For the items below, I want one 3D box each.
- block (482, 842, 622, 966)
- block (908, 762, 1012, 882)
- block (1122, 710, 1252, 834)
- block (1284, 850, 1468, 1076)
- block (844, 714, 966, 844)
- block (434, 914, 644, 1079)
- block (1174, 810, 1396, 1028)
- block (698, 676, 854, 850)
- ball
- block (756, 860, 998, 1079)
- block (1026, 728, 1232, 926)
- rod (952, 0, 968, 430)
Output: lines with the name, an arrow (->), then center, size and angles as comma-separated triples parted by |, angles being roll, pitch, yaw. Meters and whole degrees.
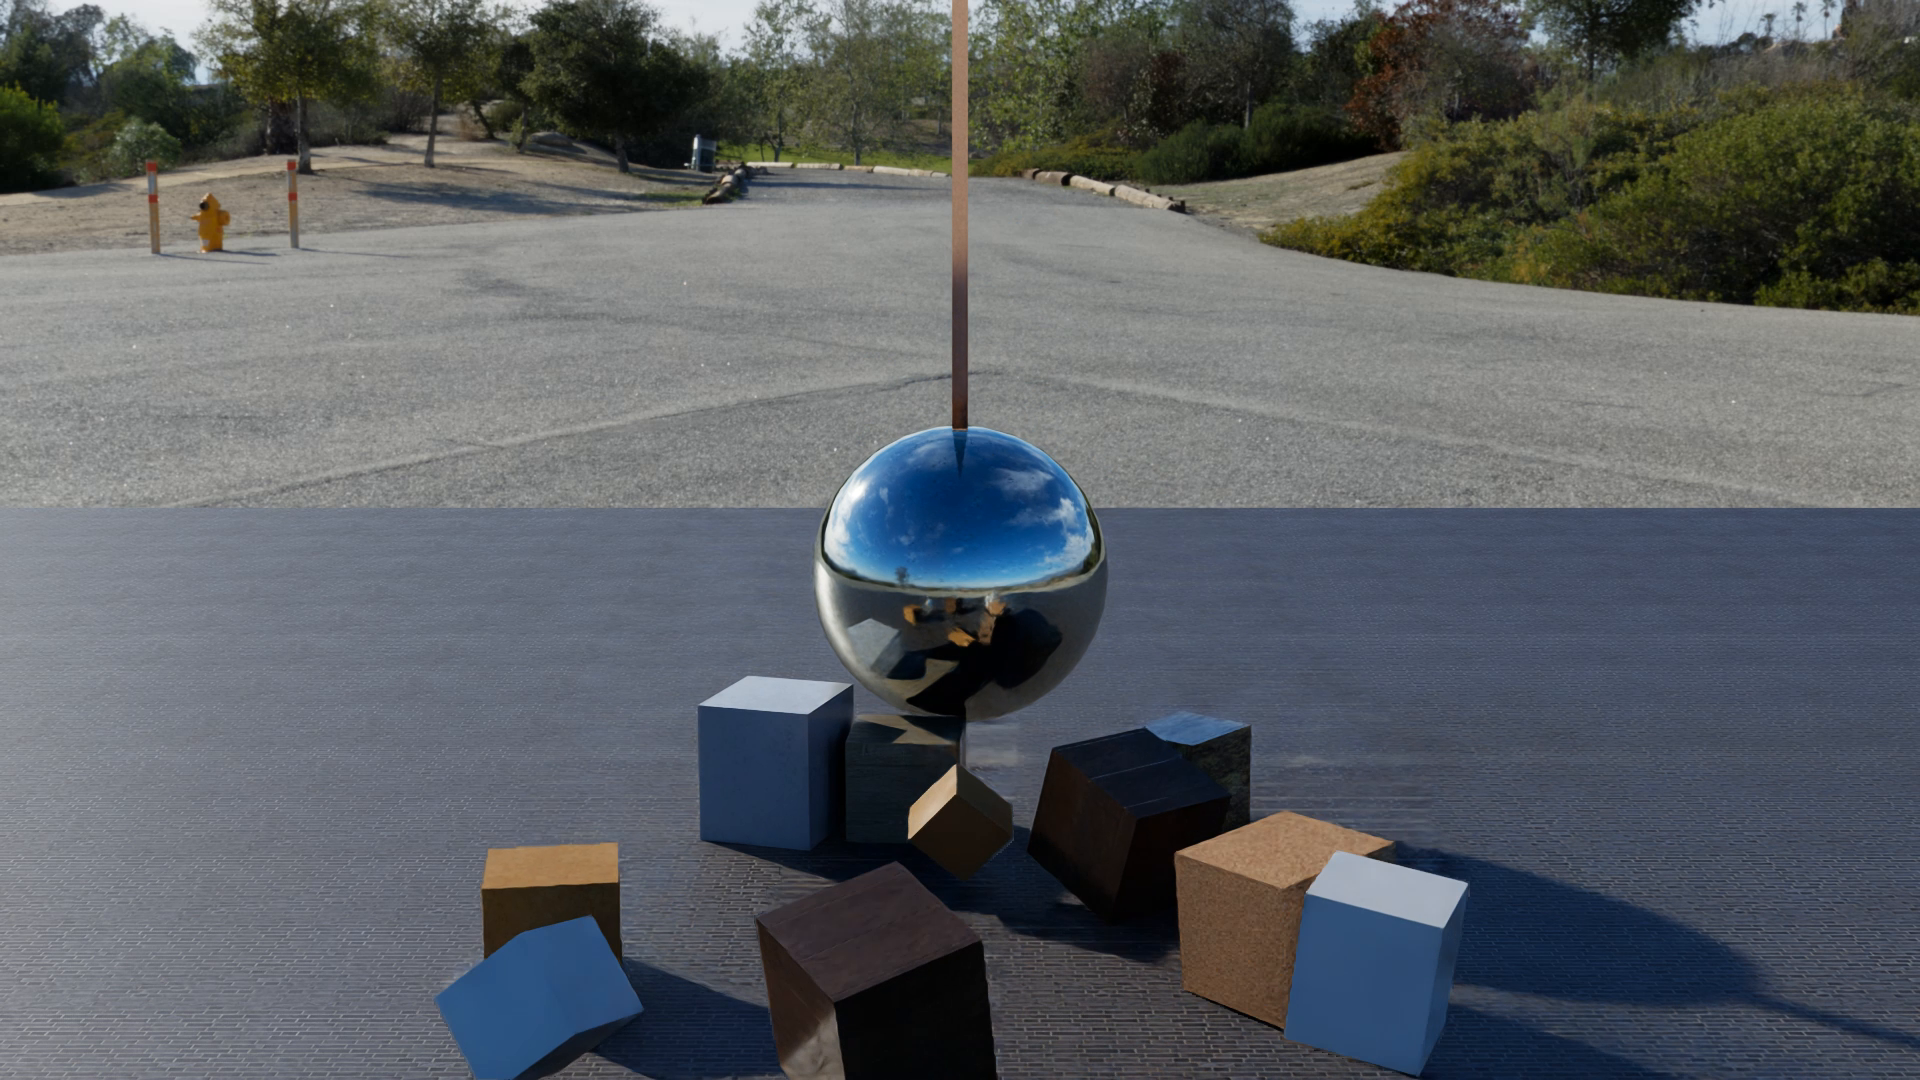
block -> -1.708, 1.614, 9.257 | 0.548, 0.512, 0.520 | -2, 10, -9
block -> 0.001, 1.332, 10.364 | 0.349, 0.340, 0.283 | 39, 18, -16
block -> 1.161, 1.228, 11.289 | 0.433, 0.545, 0.527 | 9, 13, 40
block -> 1.558, 1.572, 8.224 | 0.509, 0.590, 0.470 | 12, 17, 21
block -> -0.272, 1.229, 11.345 | 0.574, 0.523, 0.543 | 1, 10, 4
block -> -1.539, 1.704, 8.076 | 0.457, 0.413, 0.459 | -37, -15, 19
block -> 1.355, 1.556, 9.089 | 0.658, 0.603, 0.617 | -14, 15, -36
block -> -0.939, 1.138, 11.337 | 0.596, 0.705, 0.650 | 3, 11, 17
ball -> 0.000, 0.180, 11.836 | 1.600, 1.600, 1.600 | 0, 10, 0
block -> -0.297, 1.672, 7.915 | 0.583, 0.666, 0.618 | -19, 28, -25
block -> 0.779, 1.320, 10.224 | 0.582, 0.579, 0.617 | -8, 31, -37
rod -> 0.000, -3.085, 10.889 | 0.080, 5.200, 0.080 | 0, 16, 0
